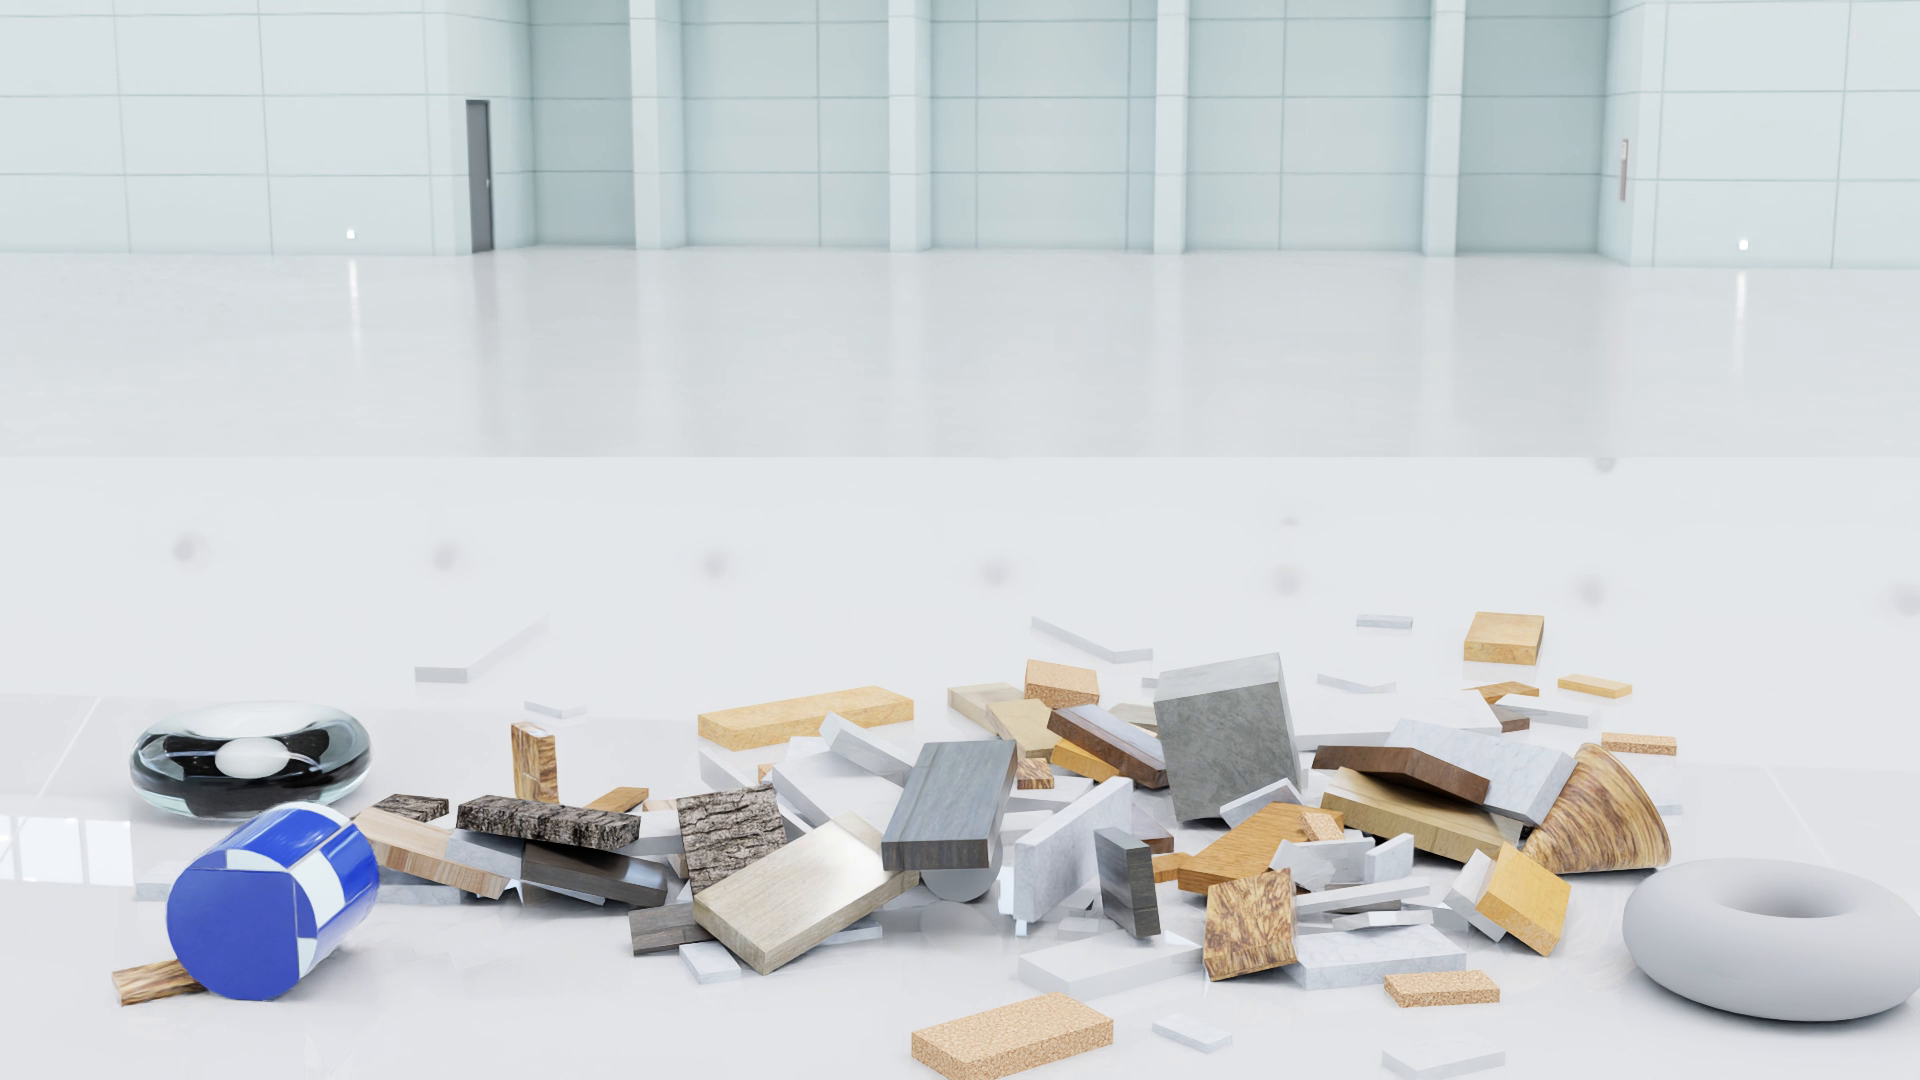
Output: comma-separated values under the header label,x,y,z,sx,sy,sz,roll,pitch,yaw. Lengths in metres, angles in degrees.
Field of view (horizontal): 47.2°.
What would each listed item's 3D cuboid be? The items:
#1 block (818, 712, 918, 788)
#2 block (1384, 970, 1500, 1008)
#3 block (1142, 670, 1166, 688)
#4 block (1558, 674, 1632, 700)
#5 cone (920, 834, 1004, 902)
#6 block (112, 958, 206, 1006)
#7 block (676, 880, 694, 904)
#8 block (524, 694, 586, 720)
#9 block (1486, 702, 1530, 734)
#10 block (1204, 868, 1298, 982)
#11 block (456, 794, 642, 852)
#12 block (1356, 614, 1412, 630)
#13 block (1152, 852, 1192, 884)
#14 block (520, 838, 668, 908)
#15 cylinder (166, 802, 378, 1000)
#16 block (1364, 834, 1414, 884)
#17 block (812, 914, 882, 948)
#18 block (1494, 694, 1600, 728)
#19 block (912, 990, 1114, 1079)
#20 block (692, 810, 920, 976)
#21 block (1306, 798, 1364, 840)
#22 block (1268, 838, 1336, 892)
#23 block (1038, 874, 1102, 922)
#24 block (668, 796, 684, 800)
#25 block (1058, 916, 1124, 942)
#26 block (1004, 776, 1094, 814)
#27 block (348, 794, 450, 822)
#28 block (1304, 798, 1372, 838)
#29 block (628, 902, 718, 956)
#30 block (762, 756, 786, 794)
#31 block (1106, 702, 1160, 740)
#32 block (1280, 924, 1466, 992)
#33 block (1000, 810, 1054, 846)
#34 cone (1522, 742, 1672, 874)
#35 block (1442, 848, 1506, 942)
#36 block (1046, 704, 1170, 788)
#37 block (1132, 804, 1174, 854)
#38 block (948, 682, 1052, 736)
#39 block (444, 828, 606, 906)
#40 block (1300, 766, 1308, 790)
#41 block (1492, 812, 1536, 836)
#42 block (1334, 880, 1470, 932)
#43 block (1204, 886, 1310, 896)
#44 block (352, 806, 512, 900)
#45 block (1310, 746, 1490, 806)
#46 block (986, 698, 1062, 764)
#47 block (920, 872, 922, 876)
label,x,y,z,sx,sy,sz,roll,pitch,yaw
block,-0.109,0.410,3.974,0.295,0.042,0.148,30,2,-14
block,0.708,0.660,3.235,0.149,0.021,0.075,-1,11,-8
block,0.508,0.325,5.034,0.164,0.023,0.082,5,11,23
block,1.444,0.332,5.001,0.073,0.021,0.146,-10,14,-43
cone,0.031,0.547,3.715,0.151,0.151,0.151,5,-15,25
block,-1.181,0.650,3.247,0.122,0.017,0.061,-7,31,-33
block,-0.387,0.552,3.639,0.095,0.027,0.190,2,28,18
block,-0.888,0.366,4.823,0.133,0.019,0.067,9,14,41
block,1.133,0.379,4.736,0.088,0.025,0.176,-5,12,-26
block,0.451,0.591,3.399,0.134,0.038,0.268,-16,12,12
block,-0.679,0.467,3.642,0.271,0.038,0.135,7,2,8
block,1.094,0.210,5.663,0.138,0.020,0.069,3,11,15
block,0.344,0.563,3.761,0.139,0.020,0.069,-6,11,-28
block,-0.598,0.542,3.595,0.234,0.033,0.117,15,11,-13
cylinder,-1.029,0.540,3.308,0.231,0.231,0.231,1,11,7
block,0.705,0.532,3.616,0.019,0.067,0.134,10,14,38
block,-0.194,0.617,3.475,0.127,0.018,0.063,-4,11,-22
block,1.274,0.371,4.771,0.203,0.029,0.102,6,12,30
block,0.073,0.688,3.040,0.254,0.036,0.127,-7,13,-35
block,-0.237,0.549,3.451,0.165,0.047,0.330,31,39,34
block,0.642,0.513,3.879,0.116,0.033,0.232,-5,14,3
block,0.560,0.536,3.595,0.103,0.052,0.015,31,-8,-14
block,0.186,0.583,3.627,0.099,0.028,0.199,4,11,19
block,-0.505,0.502,4.096,0.059,0.017,0.118,-3,11,-14
block,0.219,0.618,3.474,0.122,0.017,0.061,2,11,11
block,0.080,0.479,4.143,0.314,0.044,0.157,3,11,17
block,-1.035,0.513,3.995,0.113,0.032,0.227,3,11,16
block,0.685,0.510,4.029,0.088,0.025,0.176,-1,11,-8
block,-0.444,0.601,3.416,0.133,0.019,0.067,-7,56,-11
block,-0.283,0.441,4.178,0.126,0.036,0.251,2,11,11
block,0.442,0.392,4.626,0.278,0.039,0.139,5,12,24
block,0.621,0.633,3.339,0.257,0.036,0.129,-3,11,-14
block,0.082,0.521,3.961,0.199,0.028,0.099,-3,11,-15
cone,1.037,0.515,3.768,0.246,0.246,0.246,-29,17,-9
block,0.850,0.572,3.548,0.105,0.030,0.210,36,22,14
block,0.318,0.403,4.328,0.274,0.039,0.137,27,20,36
block,0.301,0.522,3.958,0.102,0.029,0.203,-3,11,-15
block,0.089,0.365,4.773,0.139,0.039,0.278,-4,11,-22
block,-0.709,0.531,3.670,0.271,0.038,0.135,17,10,-2
block,0.537,0.447,4.329,0.139,0.039,0.278,-7,13,-35
block,1.014,0.497,3.965,0.151,0.021,0.076,7,39,-4
block,0.723,0.588,3.591,0.232,0.033,0.116,4,11,23
block,0.474,0.578,3.653,0.102,0.029,0.203,-7,13,-34
block,-0.880,0.520,3.662,0.271,0.038,0.135,17,10,-2
block,0.798,0.428,4.012,0.167,0.047,0.335,23,-12,-17
block,0.148,0.394,4.525,0.118,0.034,0.237,-4,21,-19
block,-0.061,0.526,3.789,0.237,0.034,0.118,-14,27,-29
